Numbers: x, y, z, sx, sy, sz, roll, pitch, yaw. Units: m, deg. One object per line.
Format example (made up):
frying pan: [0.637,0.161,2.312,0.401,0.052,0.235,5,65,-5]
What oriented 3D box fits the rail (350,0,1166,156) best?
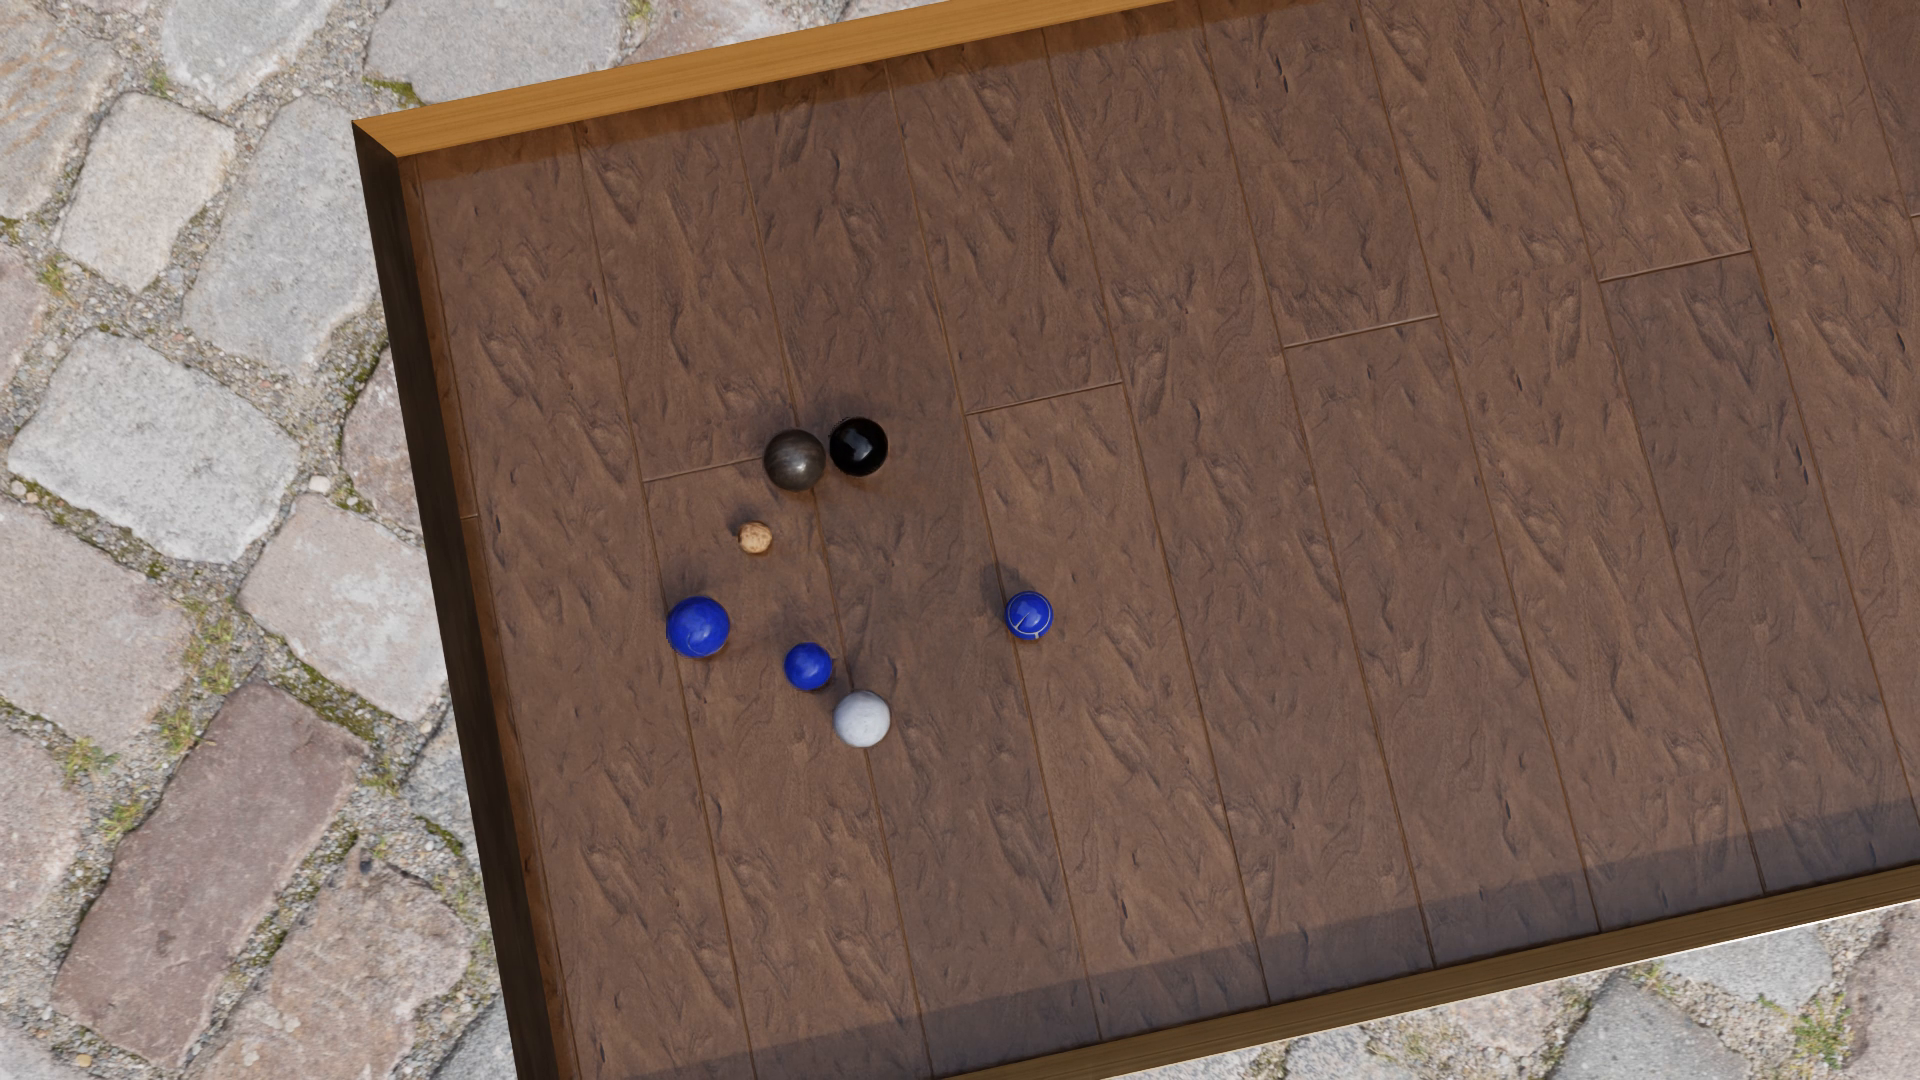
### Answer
rail: [0.585,-0.914,3.421,3.063,0.122,0.045,-12,80,-2]

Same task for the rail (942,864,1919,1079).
rail: [0.912,0.590,3.152,3.063,0.122,0.045,-12,80,-2]

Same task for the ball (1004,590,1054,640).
ball: [0.102,0.112,3.263,0.074,0.074,0.074,0,80,0]

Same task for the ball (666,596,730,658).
ball: [-0.387,0.128,3.251,0.092,0.092,0.092,0,80,0]

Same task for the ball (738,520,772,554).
ball: [-0.308,-0.005,3.296,0.050,0.050,0.050,0,80,0]

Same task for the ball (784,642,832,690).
ball: [-0.224,0.186,3.251,0.071,0.071,0.071,0,80,0]

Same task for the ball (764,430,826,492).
ball: [-0.247,-0.119,3.294,0.094,0.094,0.094,0,80,0]

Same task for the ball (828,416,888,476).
ball: [-0.152,-0.140,3.300,0.090,0.090,0.090,0,80,0]

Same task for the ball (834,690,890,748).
ball: [-0.144,0.262,3.231,0.084,0.084,0.084,0,80,0]

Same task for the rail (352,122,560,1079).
rail: [-0.726,0.149,3.231,0.045,0.122,1.609,-12,80,-2]
